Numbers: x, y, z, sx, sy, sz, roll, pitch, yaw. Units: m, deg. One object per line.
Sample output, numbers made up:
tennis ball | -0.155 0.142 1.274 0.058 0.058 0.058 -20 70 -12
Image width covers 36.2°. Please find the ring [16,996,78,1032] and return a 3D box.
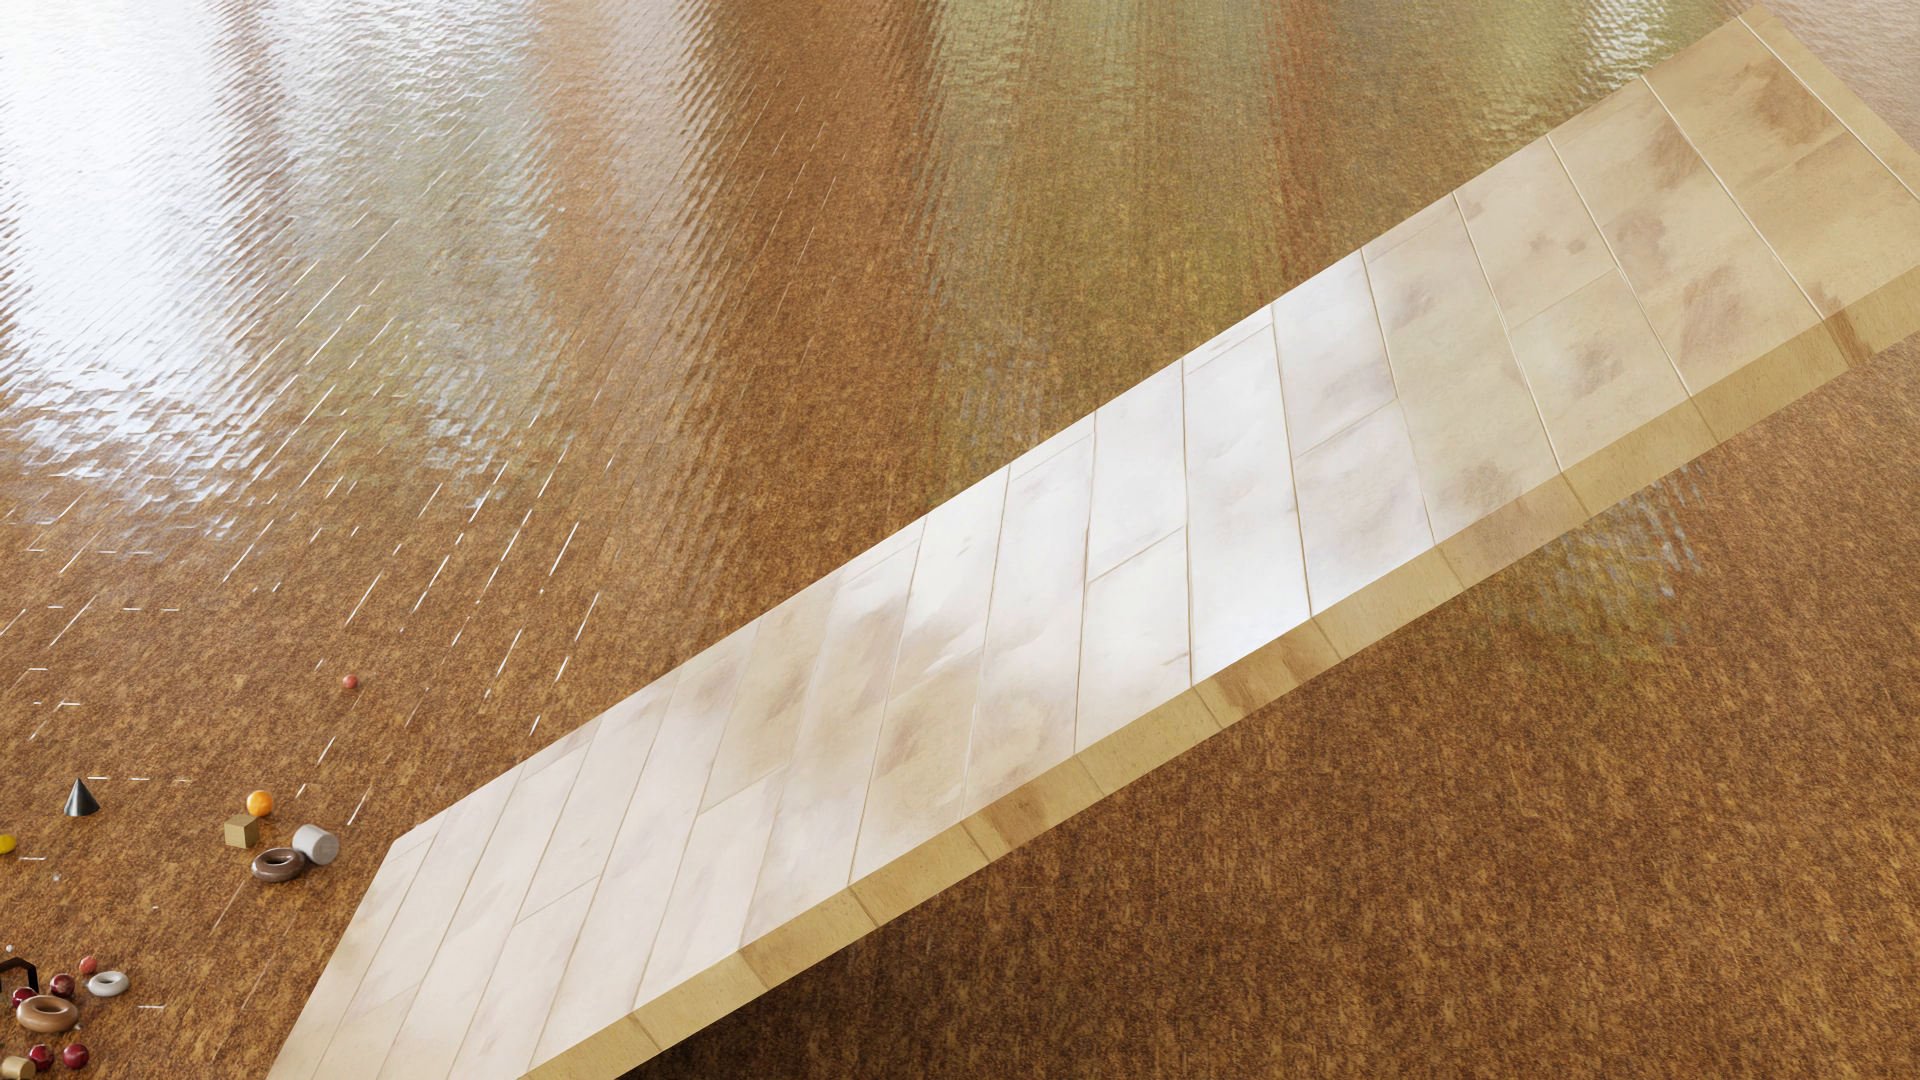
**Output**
ring | -2.162 1.124 6.970 0.144 0.048 0.144 12 13 -3

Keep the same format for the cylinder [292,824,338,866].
cylinder | -1.704 0.806 7.779 0.086 0.086 0.086 17 27 39

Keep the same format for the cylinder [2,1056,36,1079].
cylinder | -2.158 1.214 6.743 0.053 0.053 0.053 9 23 23

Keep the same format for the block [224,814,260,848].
block | -1.924 0.779 7.879 0.064 0.064 0.064 8 22 21

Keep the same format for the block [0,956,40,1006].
block | -2.284 1.065 7.102 0.077 0.077 0.077 16 26 36

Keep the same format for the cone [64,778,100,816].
cone | -2.413 0.692 8.062 0.098 0.098 0.098 0 21 0

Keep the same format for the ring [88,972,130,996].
ring | -2.065 1.077 7.136 0.096 0.032 0.096 0 19 0

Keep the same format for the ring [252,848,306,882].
ring | -1.787 0.852 7.712 0.141 0.047 0.141 -1 22 0

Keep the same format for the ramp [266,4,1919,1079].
ramp | 0.138 0.172 6.299 4.000 0.100 2.000 -31 16 14
